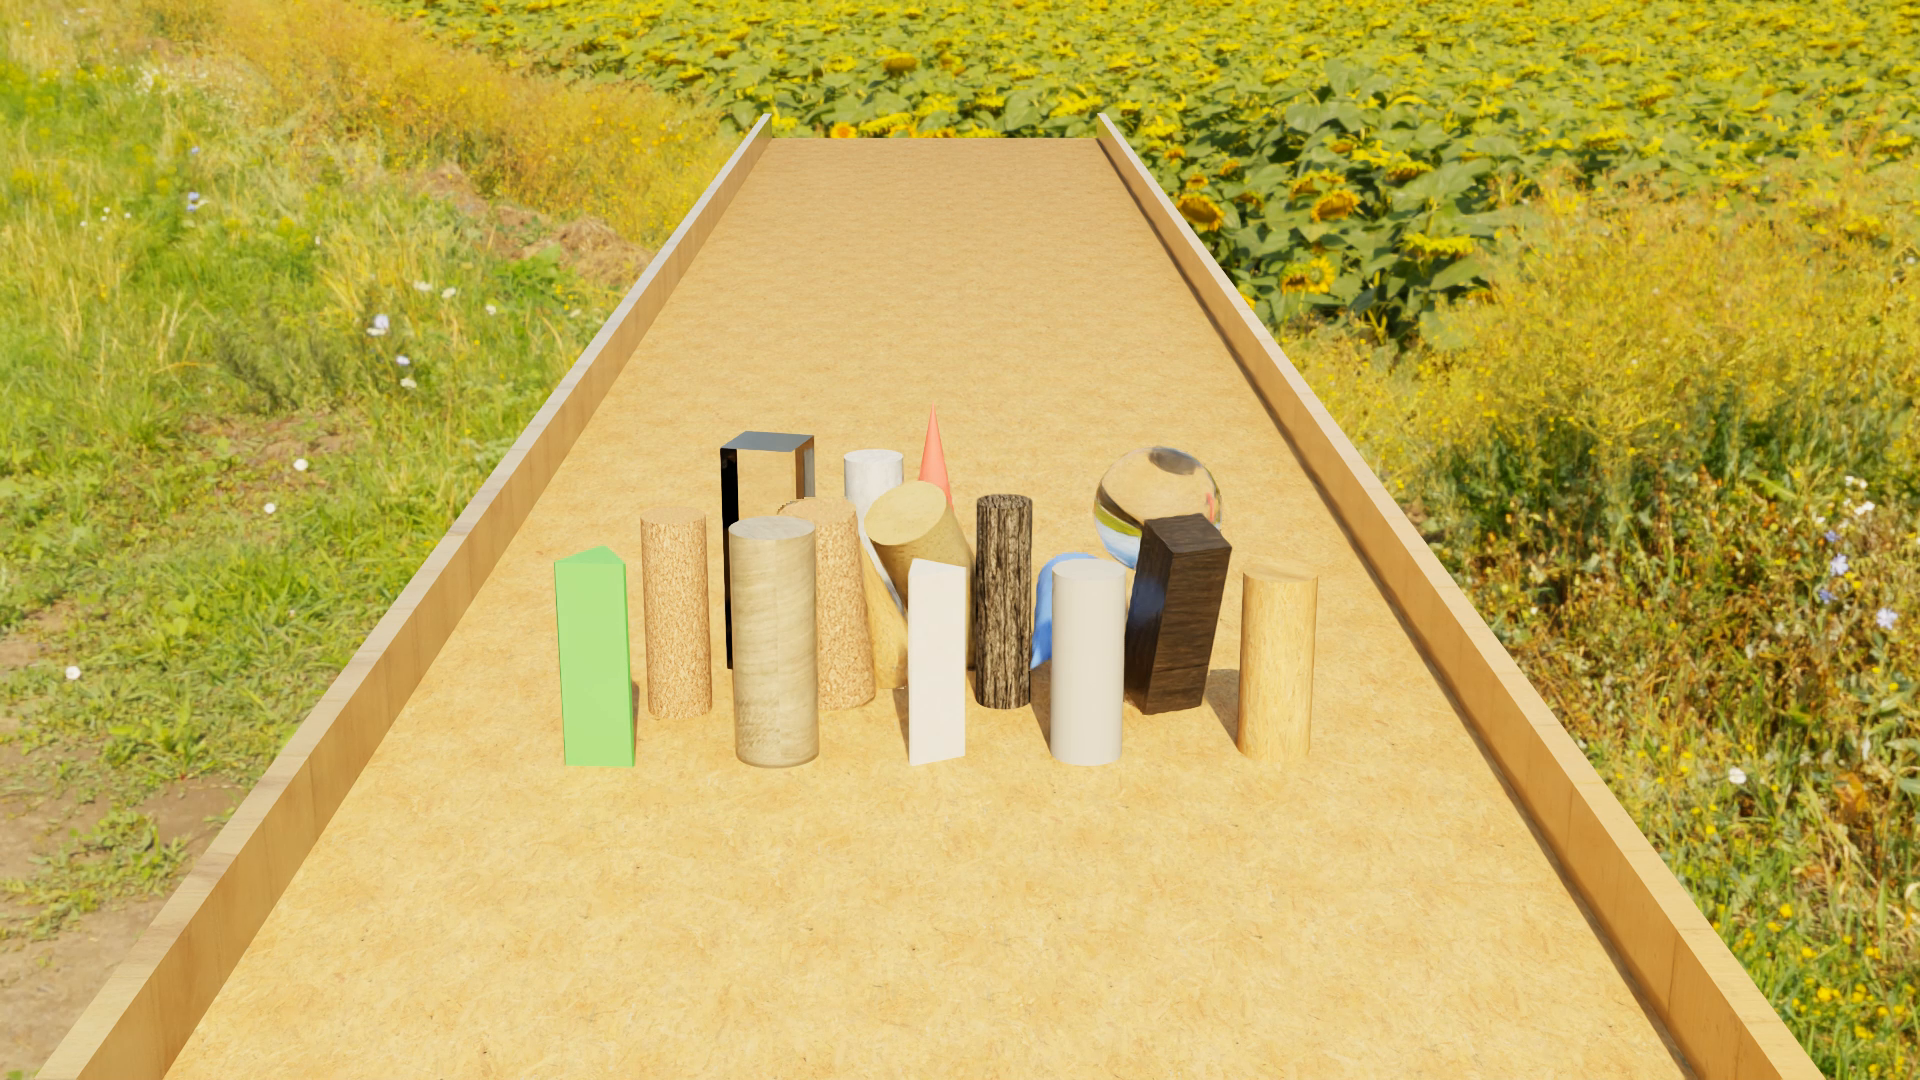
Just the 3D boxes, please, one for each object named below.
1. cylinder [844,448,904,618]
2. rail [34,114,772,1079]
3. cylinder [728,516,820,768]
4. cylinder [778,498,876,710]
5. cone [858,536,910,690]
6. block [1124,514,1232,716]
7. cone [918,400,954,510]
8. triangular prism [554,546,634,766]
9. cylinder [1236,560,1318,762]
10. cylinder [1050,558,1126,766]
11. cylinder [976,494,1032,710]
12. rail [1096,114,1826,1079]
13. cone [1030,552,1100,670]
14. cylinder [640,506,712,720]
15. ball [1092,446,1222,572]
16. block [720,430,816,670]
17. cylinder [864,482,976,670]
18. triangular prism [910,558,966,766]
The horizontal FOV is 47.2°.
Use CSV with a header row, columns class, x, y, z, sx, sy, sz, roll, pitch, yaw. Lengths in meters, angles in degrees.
class,x,y,z,sx,sy,sz,roll,pitch,yaw
cylinder,-0.180,-0.007,4.633,0.123,0.351,0.123,0,17,0
rail,-1.118,-0.838,7.780,0.050,0.150,12.000,0,17,-1
cylinder,-0.327,0.180,3.884,0.150,0.420,0.150,0,17,0
cylinder,-0.248,0.120,4.137,0.144,0.374,0.144,-5,23,2
cone,-0.164,0.117,4.209,0.134,0.330,0.134,-9,35,6
block,0.397,0.139,4.097,0.120,0.358,0.120,-7,33,-22
cone,-0.059,-0.115,4.900,0.148,0.407,0.148,0,17,0
triangular prism,-0.633,0.204,3.882,0.124,0.375,0.107,1,17,4
cylinder,0.564,0.216,3.918,0.131,0.333,0.131,0,17,0
cylinder,0.226,0.216,3.898,0.130,0.344,0.130,0,17,0
cylinder,0.082,0.116,4.144,0.104,0.394,0.104,0,17,0
rail,0.932,-0.844,7.801,0.050,0.150,12.000,0,17,-1
cone,0.181,0.170,4.164,0.172,0.172,0.371,5,22,16
cylinder,-0.529,0.136,4.105,0.120,0.379,0.120,0,17,0
ball,0.377,-0.057,4.195,0.247,0.247,0.247,0,17,0
block,-0.375,0.025,4.350,0.143,0.452,0.143,4,17,14
cylinder,-0.043,0.074,4.282,0.167,0.365,0.167,-14,42,13
triangular prism,-0.060,0.212,3.899,0.108,0.350,0.093,-8,18,-26
